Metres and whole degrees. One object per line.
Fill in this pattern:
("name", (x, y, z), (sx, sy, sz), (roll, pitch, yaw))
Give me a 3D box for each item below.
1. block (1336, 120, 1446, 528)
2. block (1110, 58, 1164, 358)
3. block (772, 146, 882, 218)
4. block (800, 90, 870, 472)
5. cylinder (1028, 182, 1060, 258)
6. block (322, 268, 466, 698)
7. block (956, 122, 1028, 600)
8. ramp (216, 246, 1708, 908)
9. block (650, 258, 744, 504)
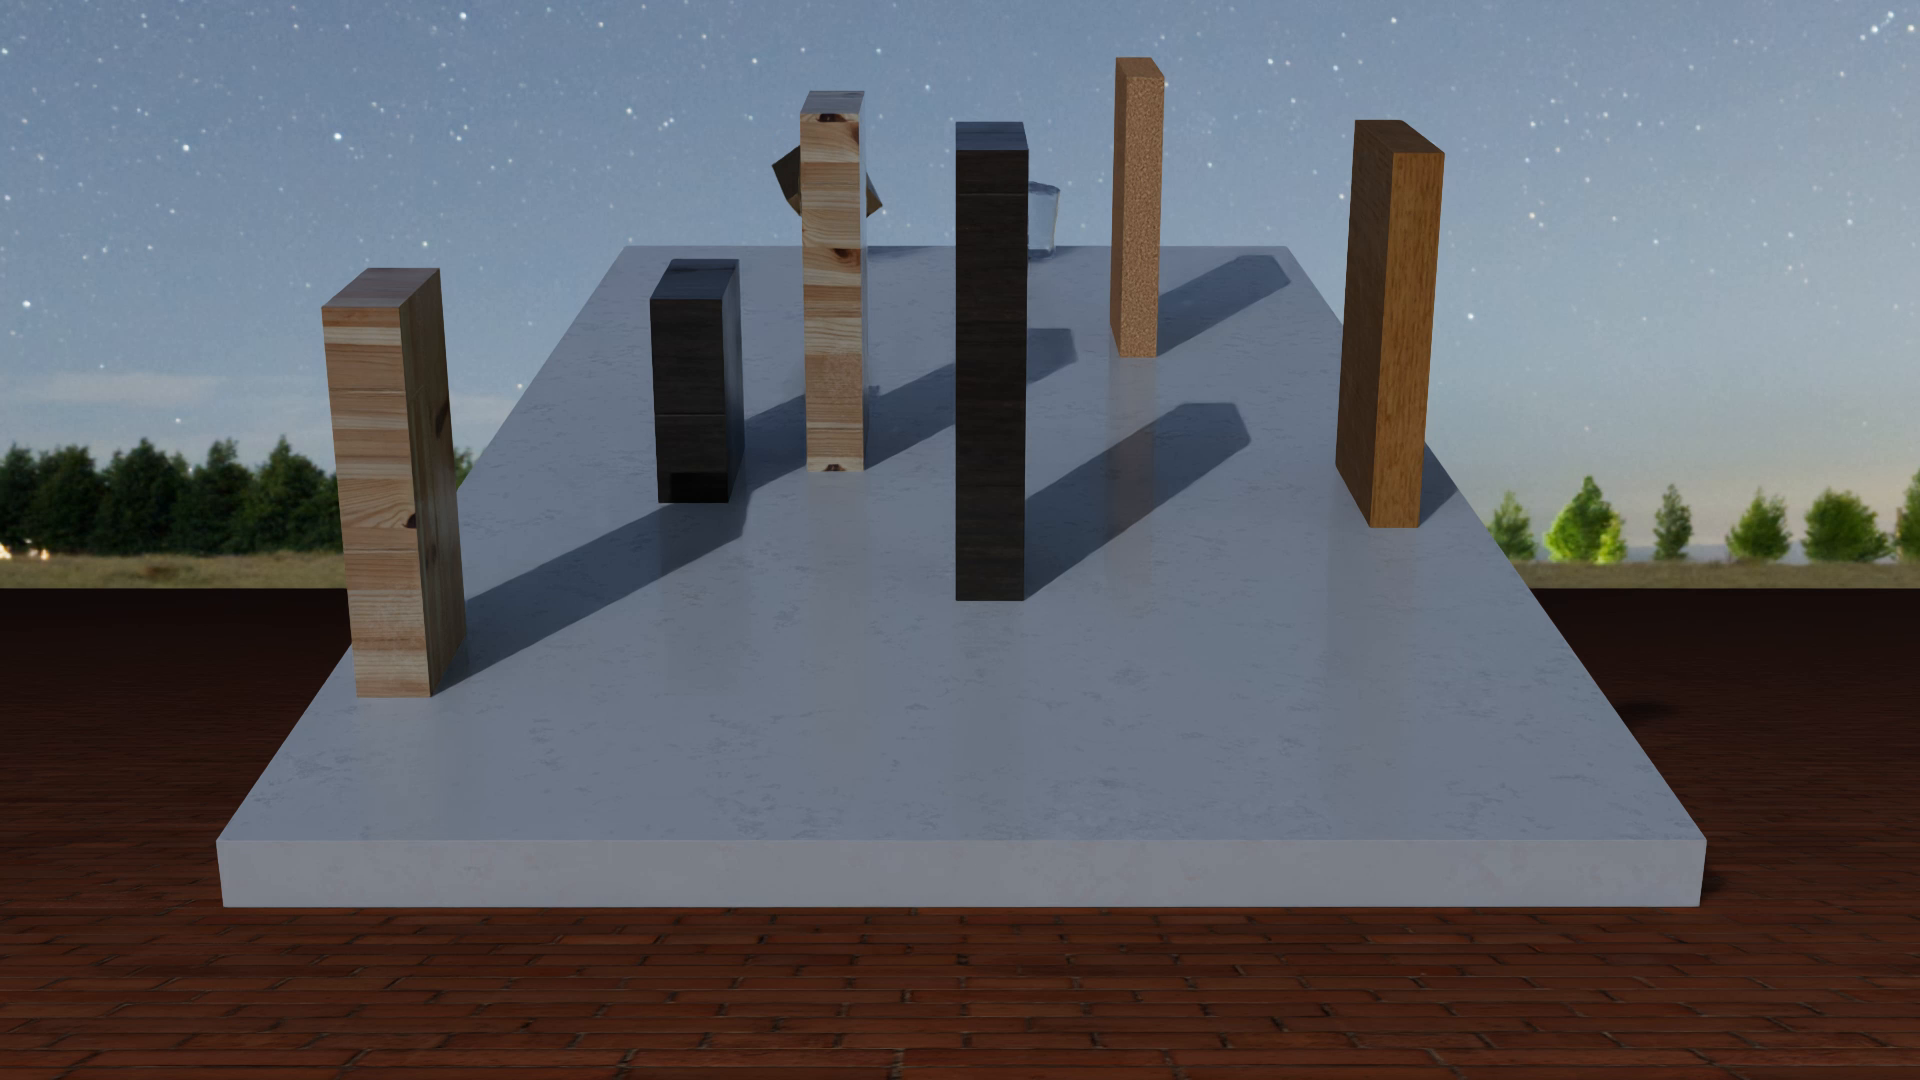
("block", (0.824, -0.425, 4.348), (0.092, 0.710, 0.408), (0, 19, 0))
("block", (0.436, -0.830, 5.580), (0.089, 0.678, 0.385), (0, 19, 0))
("block", (-0.378, -1.008, 6.398), (0.200, 0.200, 0.200), (-35, -49, 10))
("block", (-0.255, -0.539, 4.650), (0.115, 0.727, 0.335), (0, 19, 0))
("cylinder", (0.190, -0.937, 6.565), (0.187, 0.187, 0.187), (6, 20, -2))
("block", (-0.876, -0.093, 3.512), (0.113, 0.616, 0.278), (0, 19, 0))
("block", (0.051, -0.313, 3.910), (0.118, 0.778, 0.312), (0, 19, 0))
("ramp", (-0.004, -0.196, 4.925), (2.000, 0.100, 4.000), (0, 19, 0))
("block", (-0.523, -0.326, 4.519), (0.137, 0.407, 0.375), (0, 19, 0))
